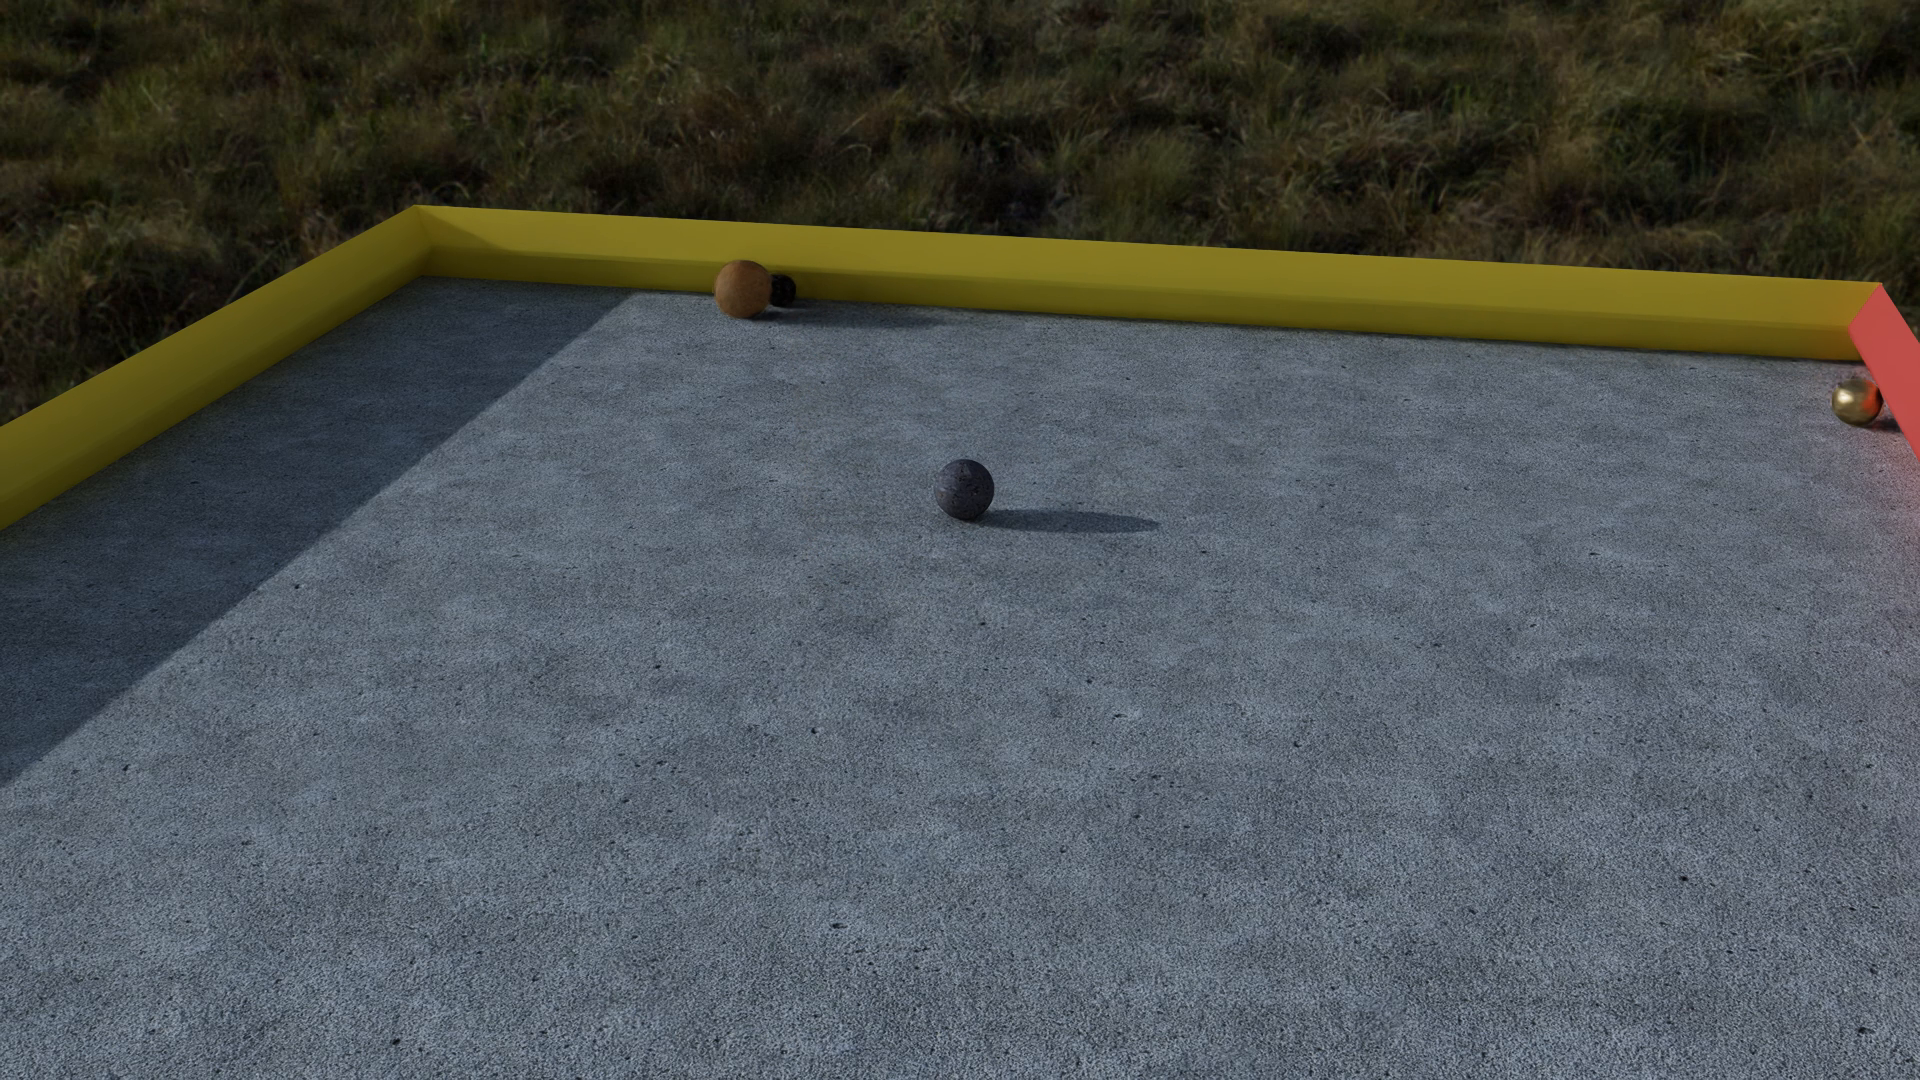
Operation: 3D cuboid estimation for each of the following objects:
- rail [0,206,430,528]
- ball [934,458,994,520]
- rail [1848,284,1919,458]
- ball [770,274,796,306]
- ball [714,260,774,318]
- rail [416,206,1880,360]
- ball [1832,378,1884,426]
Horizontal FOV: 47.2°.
[{"bbox_3d":[-1.351,0.283,1.808,0.045,0.121,4.290,5,23,11],"label":"rail"},{"bbox_3d":[0.005,-0.063,2.718,0.075,0.075,0.075,0,22,0],"label":"ball"},{"bbox_3d":[0.903,0.465,1.363,0.045,0.121,4.290,5,23,11],"label":"rail"},{"bbox_3d":[-0.295,-0.407,3.589,0.053,0.053,0.053,0,22,0],"label":"ball"},{"bbox_3d":[-0.346,-0.403,3.524,0.093,0.093,0.093,0,22,0],"label":"ball"},{"bbox_3d":[0.219,-0.411,3.506,2.352,0.121,0.045,5,23,11],"label":"rail"},{"bbox_3d":[1.241,-0.191,3.041,0.067,0.067,0.067,0,22,0],"label":"ball"}]
